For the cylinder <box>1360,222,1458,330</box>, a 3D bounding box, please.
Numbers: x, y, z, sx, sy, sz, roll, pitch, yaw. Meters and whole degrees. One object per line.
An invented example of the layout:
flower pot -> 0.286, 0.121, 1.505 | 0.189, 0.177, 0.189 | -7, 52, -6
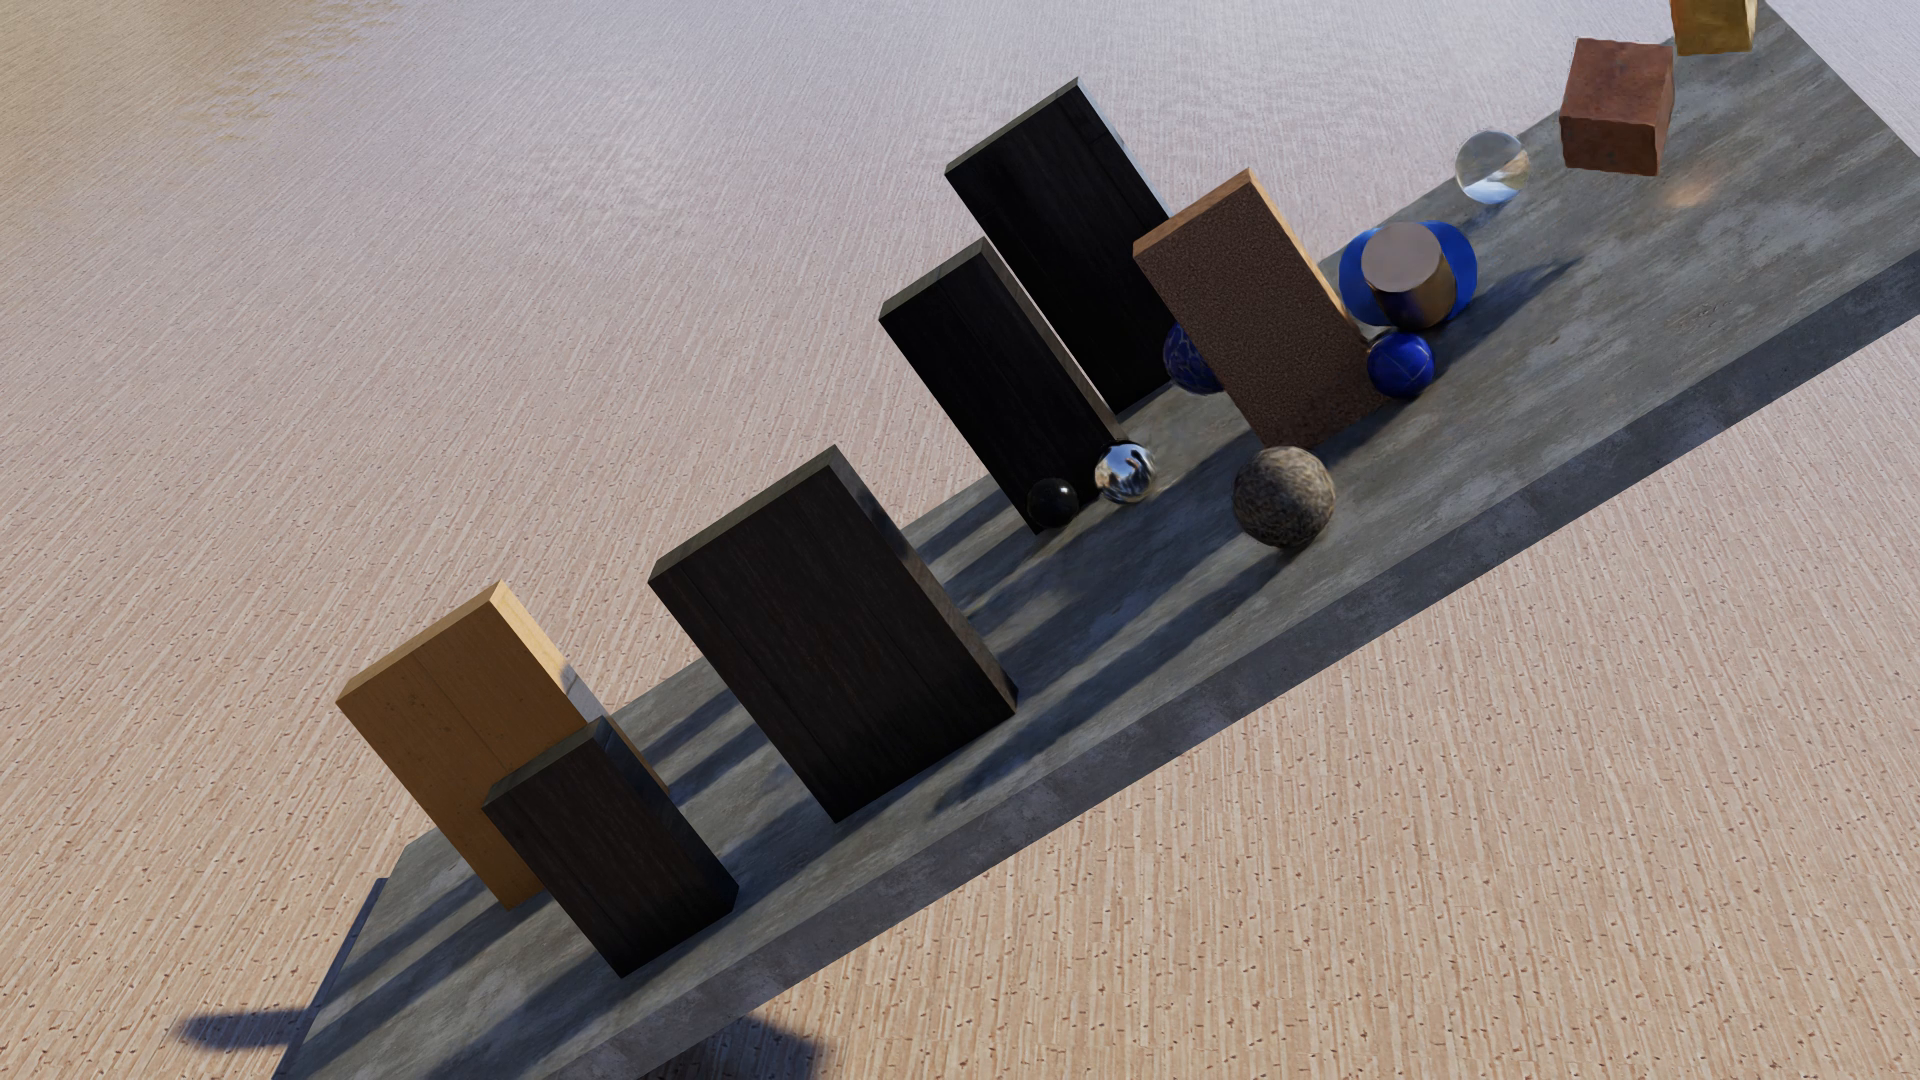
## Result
cylinder -> 0.877, -0.515, 5.740 | 0.156, 0.156, 0.156 | 11, -19, 27

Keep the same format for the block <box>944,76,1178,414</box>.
block -> 0.322, -0.685, 6.894 | 0.374, 0.708, 0.097 | -32, 16, 15

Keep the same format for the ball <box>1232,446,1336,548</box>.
ball -> 0.603, -0.081, 5.482 | 0.191, 0.191, 0.191 | 0, 21, 0

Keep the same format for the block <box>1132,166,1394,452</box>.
block -> 0.610, -0.442, 5.880 | 0.276, 0.533, 0.113 | -32, 16, 15

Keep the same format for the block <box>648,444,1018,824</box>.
block -> -0.243, 0.188, 5.725 | 0.433, 0.618, 0.117 | -32, 16, 15

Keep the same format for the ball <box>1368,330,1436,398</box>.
ball -> 0.868, -0.345, 5.788 | 0.134, 0.134, 0.134 | 0, 21, 0

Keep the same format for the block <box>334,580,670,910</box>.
block -> -1.022, 0.465, 6.601 | 0.443, 0.624, 0.124 | -32, 16, 15

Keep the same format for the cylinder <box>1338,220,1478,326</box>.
cylinder -> 0.930, -0.552, 6.118 | 0.208, 0.208, 0.208 | -9, 5, -23

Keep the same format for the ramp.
ramp -> 0.135, 0.174, 6.306 | 4.000, 0.100, 2.000 | -32, 16, 15

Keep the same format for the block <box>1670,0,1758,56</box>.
block -> 1.521, -1.085, 5.933 | 0.146, 0.146, 0.146 | 0, 49, 23

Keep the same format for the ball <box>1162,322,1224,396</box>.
ball -> 0.519, -0.395, 6.223 | 0.179, 0.179, 0.179 | 0, 21, 0

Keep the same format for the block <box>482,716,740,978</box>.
block -> -0.684, 0.605, 5.781 | 0.277, 0.450, 0.104 | -32, 16, 15

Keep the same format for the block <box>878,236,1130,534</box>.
block -> 0.111, -0.340, 6.530 | 0.275, 0.607, 0.132 | -32, 16, 15

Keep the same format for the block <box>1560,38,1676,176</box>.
block -> 1.308, -0.860, 5.848 | 0.185, 0.185, 0.185 | 9, 67, 19

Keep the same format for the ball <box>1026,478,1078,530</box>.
ball -> 0.204, -0.082, 6.491 | 0.115, 0.115, 0.115 | 0, 21, 0

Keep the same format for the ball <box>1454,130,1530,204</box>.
ball -> 1.171, -0.820, 6.473 | 0.162, 0.162, 0.162 | 0, 21, 0

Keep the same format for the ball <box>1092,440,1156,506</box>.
ball -> 0.353, -0.144, 6.314 | 0.139, 0.139, 0.139 | 0, 21, 0
